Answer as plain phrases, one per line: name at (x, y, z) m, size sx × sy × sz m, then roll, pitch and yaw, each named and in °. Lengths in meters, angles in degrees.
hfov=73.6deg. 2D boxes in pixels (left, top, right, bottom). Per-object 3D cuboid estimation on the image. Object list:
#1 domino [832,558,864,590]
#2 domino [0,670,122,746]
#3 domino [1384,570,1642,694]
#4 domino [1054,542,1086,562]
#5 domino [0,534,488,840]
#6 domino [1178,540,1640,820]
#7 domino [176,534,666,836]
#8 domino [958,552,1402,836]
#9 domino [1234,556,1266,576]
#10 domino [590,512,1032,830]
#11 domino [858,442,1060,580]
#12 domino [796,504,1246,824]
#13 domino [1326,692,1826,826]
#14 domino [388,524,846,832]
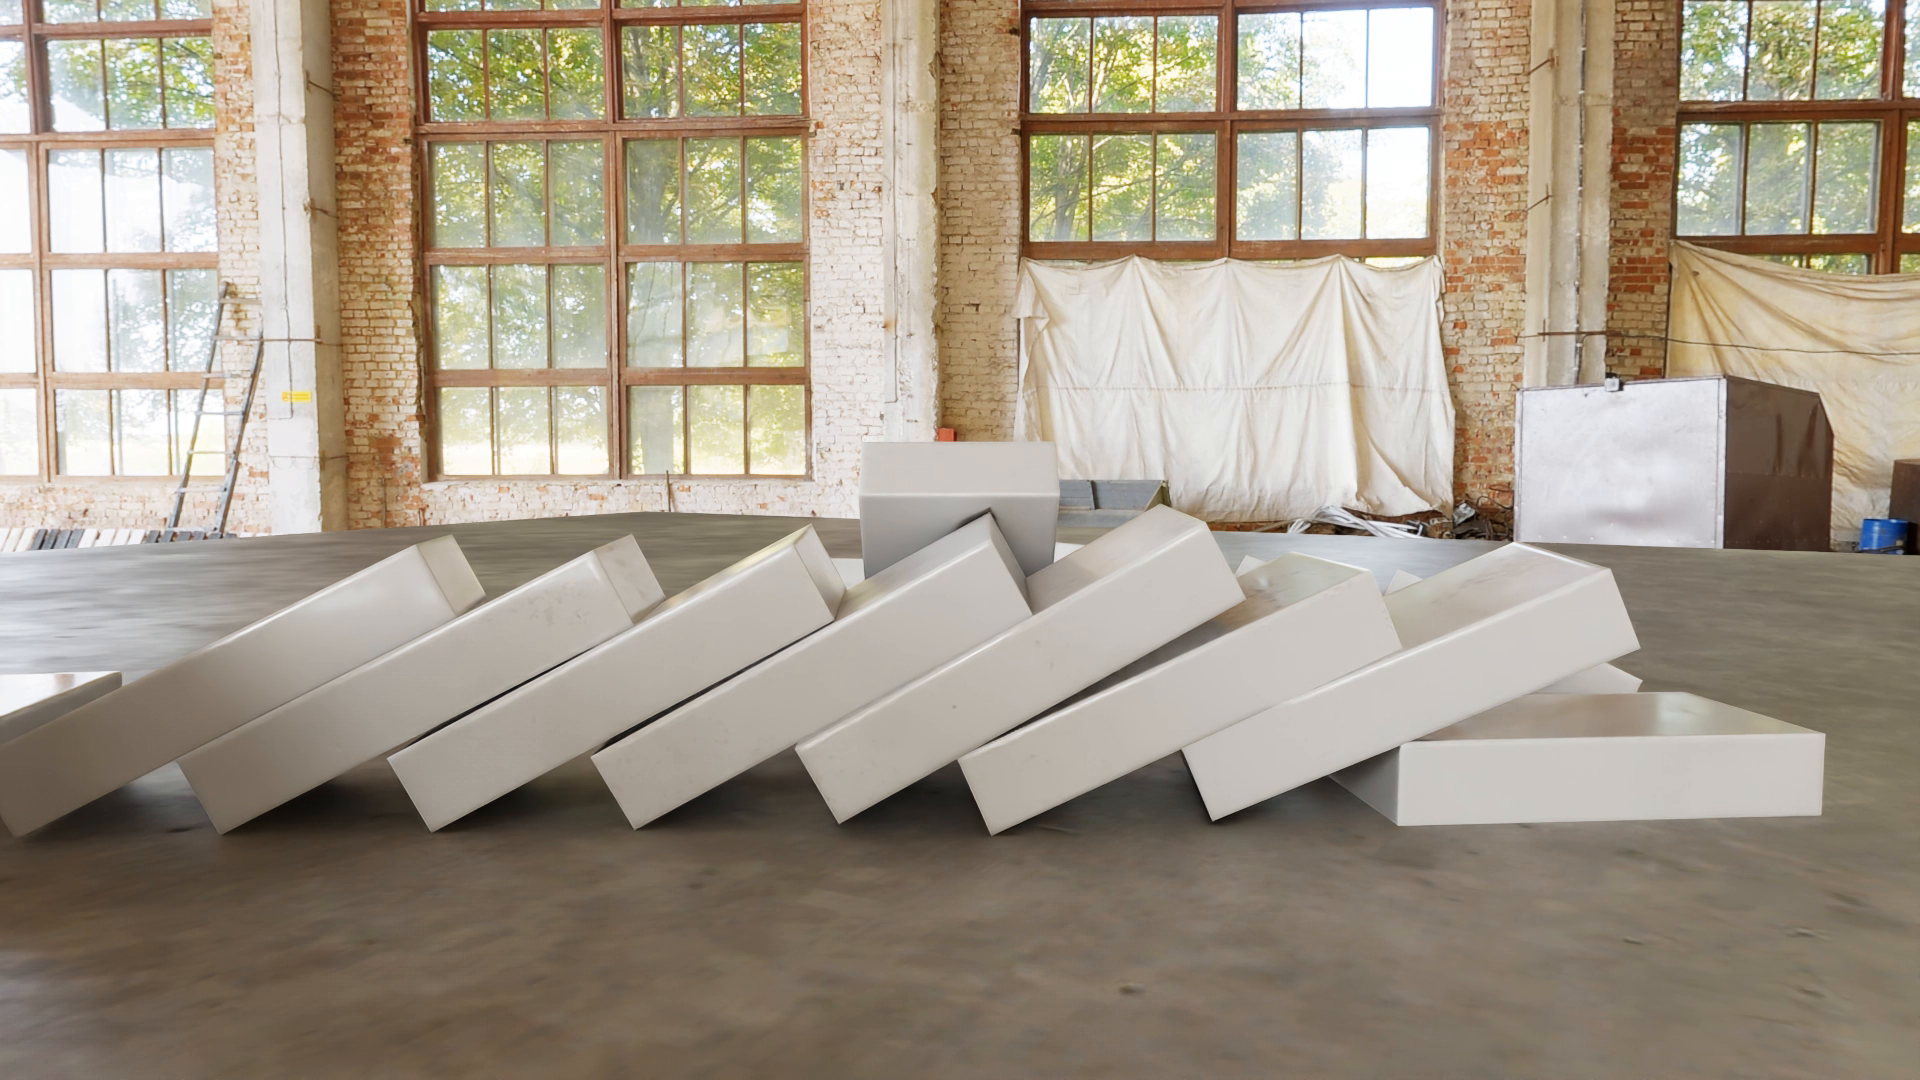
domino at (-0.001, 0.014, 0.239) m, size 0.050 × 0.010 × 0.025 m, roll 1°, pitch -29°, yaw 11°
domino at (-0.129, 0.026, 0.160) m, size 0.025 × 0.009 × 0.050 m, roll -1°, pitch 4°, yaw -11°
domino at (0.087, 0.017, 0.210) m, size 0.025 × 0.010 × 0.050 m, roll 27°, pitch 6°, yaw 3°
domino at (0.031, 0.012, 0.245) m, size 0.050 × 0.009 × 0.025 m, roll 6°, pitch -33°, yaw 52°
domino at (-0.083, 0.016, 0.152) m, size 0.050 × 0.010 × 0.025 m, roll -28°, pitch 9°, yaw -10°
domino at (0.050, 0.016, 0.153) m, size 0.050 × 0.009 × 0.025 m, roll -23°, pitch 6°, yaw 4°
domino at (-0.061, 0.016, 0.152) m, size 0.050 × 0.010 × 0.025 m, roll -27°, pitch 6°, yaw -2°
domino at (0.023, 0.017, 0.153) m, size 0.050 × 0.009 × 0.025 m, roll -24°, pitch 6°, yaw -3°
domino at (0.065, 0.015, 0.227) m, size 0.025 × 0.010 × 0.050 m, roll 30°, pitch 4°, yaw -2°
domino at (-0.016, 0.014, 0.151) m, size 0.050 × 0.010 × 0.025 m, roll -29°, pitch 6°, yaw 5°
domino at (0.000, 0.008, 0.180) m, size 0.025 × 0.050 × 0.010 m, roll 0°, pitch 48°, yaw -1°
domino at (0.006, 0.013, 0.150) m, size 0.050 × 0.009 × 0.025 m, roll -29°, pitch 6°, yaw 1°
domino at (0.073, 0.026, 0.157) m, size 0.050 × 0.010 × 0.025 m, roll 0°, pitch 4°, yaw -5°
domino at (-0.038, 0.015, 0.152) m, size 0.050 × 0.010 × 0.025 m, roll -28°, pitch 6°, yaw 1°
